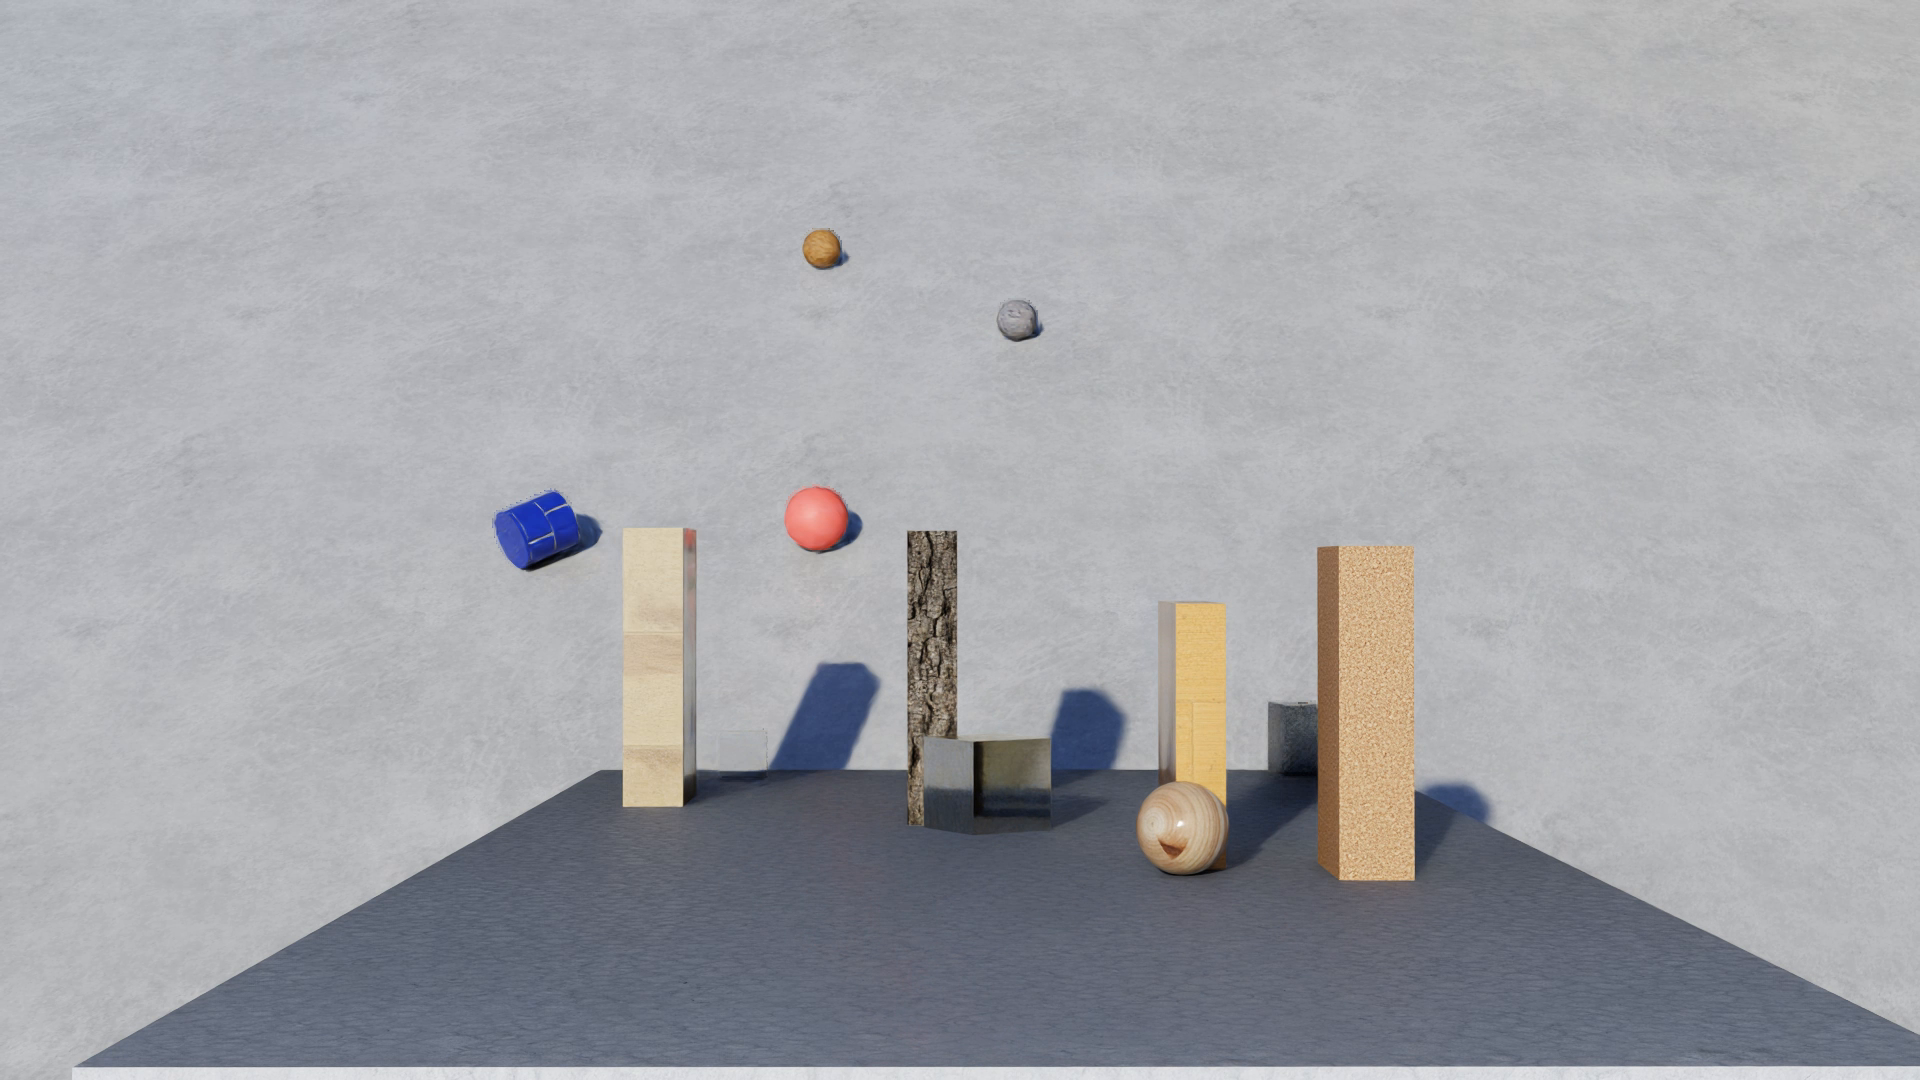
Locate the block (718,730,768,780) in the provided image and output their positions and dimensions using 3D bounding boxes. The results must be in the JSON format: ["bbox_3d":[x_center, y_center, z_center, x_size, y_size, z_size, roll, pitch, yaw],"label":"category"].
[{"bbox_3d":[-0.540,0.533,6.437,0.117,0.117,0.117,0,-1,-7],"label":"block"}]

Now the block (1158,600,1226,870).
[{"bbox_3d":[0.417,0.342,4.685,0.086,0.460,0.397,0,-1,0],"label":"block"}]

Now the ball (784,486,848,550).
[{"bbox_3d":[-0.430,-0.064,7.754,0.191,0.191,0.191,0,32,0],"label":"ball"}]

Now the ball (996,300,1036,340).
[{"bbox_3d":[0.196,-0.759,8.929,0.139,0.139,0.139,0,32,0],"label":"ball"}]

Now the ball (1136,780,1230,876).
[{"bbox_3d":[0.378,0.489,4.404,0.160,0.160,0.160,0,32,0],"label":"ball"}]

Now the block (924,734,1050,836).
[{"bbox_3d":[0.054,0.486,5.185,0.183,0.183,0.183,0,-1,-33],"label":"block"}]

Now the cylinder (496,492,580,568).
[{"bbox_3d":[-1.255,-0.031,7.695,0.179,0.179,0.179,-25,40,-32],"label":"cylinder"}]

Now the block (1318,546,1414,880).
[{"bbox_3d":[0.696,0.291,4.461,0.125,0.559,0.260,0,-1,0],"label":"block"}]

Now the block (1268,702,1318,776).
[{"bbox_3d":[0.892,0.504,6.599,0.178,0.178,0.178,0,-1,-7],"label":"block"}]

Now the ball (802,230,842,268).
[{"bbox_3d":[-0.502,-1.058,9.411,0.139,0.139,0.139,0,32,0],"label":"ball"}]

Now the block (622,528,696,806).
[{"bbox_3d":[-0.673,0.280,5.826,0.131,0.610,0.295,0,-1,0],"label":"block"}]

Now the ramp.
[{"bbox_3d":[0.071,0.623,4.709,2.000,0.100,4.000,0,-1,0],"label":"ramp"}]

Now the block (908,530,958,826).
[{"bbox_3d":[-0.056,0.282,5.459,0.101,0.598,0.402,0,-1,0],"label":"block"}]
